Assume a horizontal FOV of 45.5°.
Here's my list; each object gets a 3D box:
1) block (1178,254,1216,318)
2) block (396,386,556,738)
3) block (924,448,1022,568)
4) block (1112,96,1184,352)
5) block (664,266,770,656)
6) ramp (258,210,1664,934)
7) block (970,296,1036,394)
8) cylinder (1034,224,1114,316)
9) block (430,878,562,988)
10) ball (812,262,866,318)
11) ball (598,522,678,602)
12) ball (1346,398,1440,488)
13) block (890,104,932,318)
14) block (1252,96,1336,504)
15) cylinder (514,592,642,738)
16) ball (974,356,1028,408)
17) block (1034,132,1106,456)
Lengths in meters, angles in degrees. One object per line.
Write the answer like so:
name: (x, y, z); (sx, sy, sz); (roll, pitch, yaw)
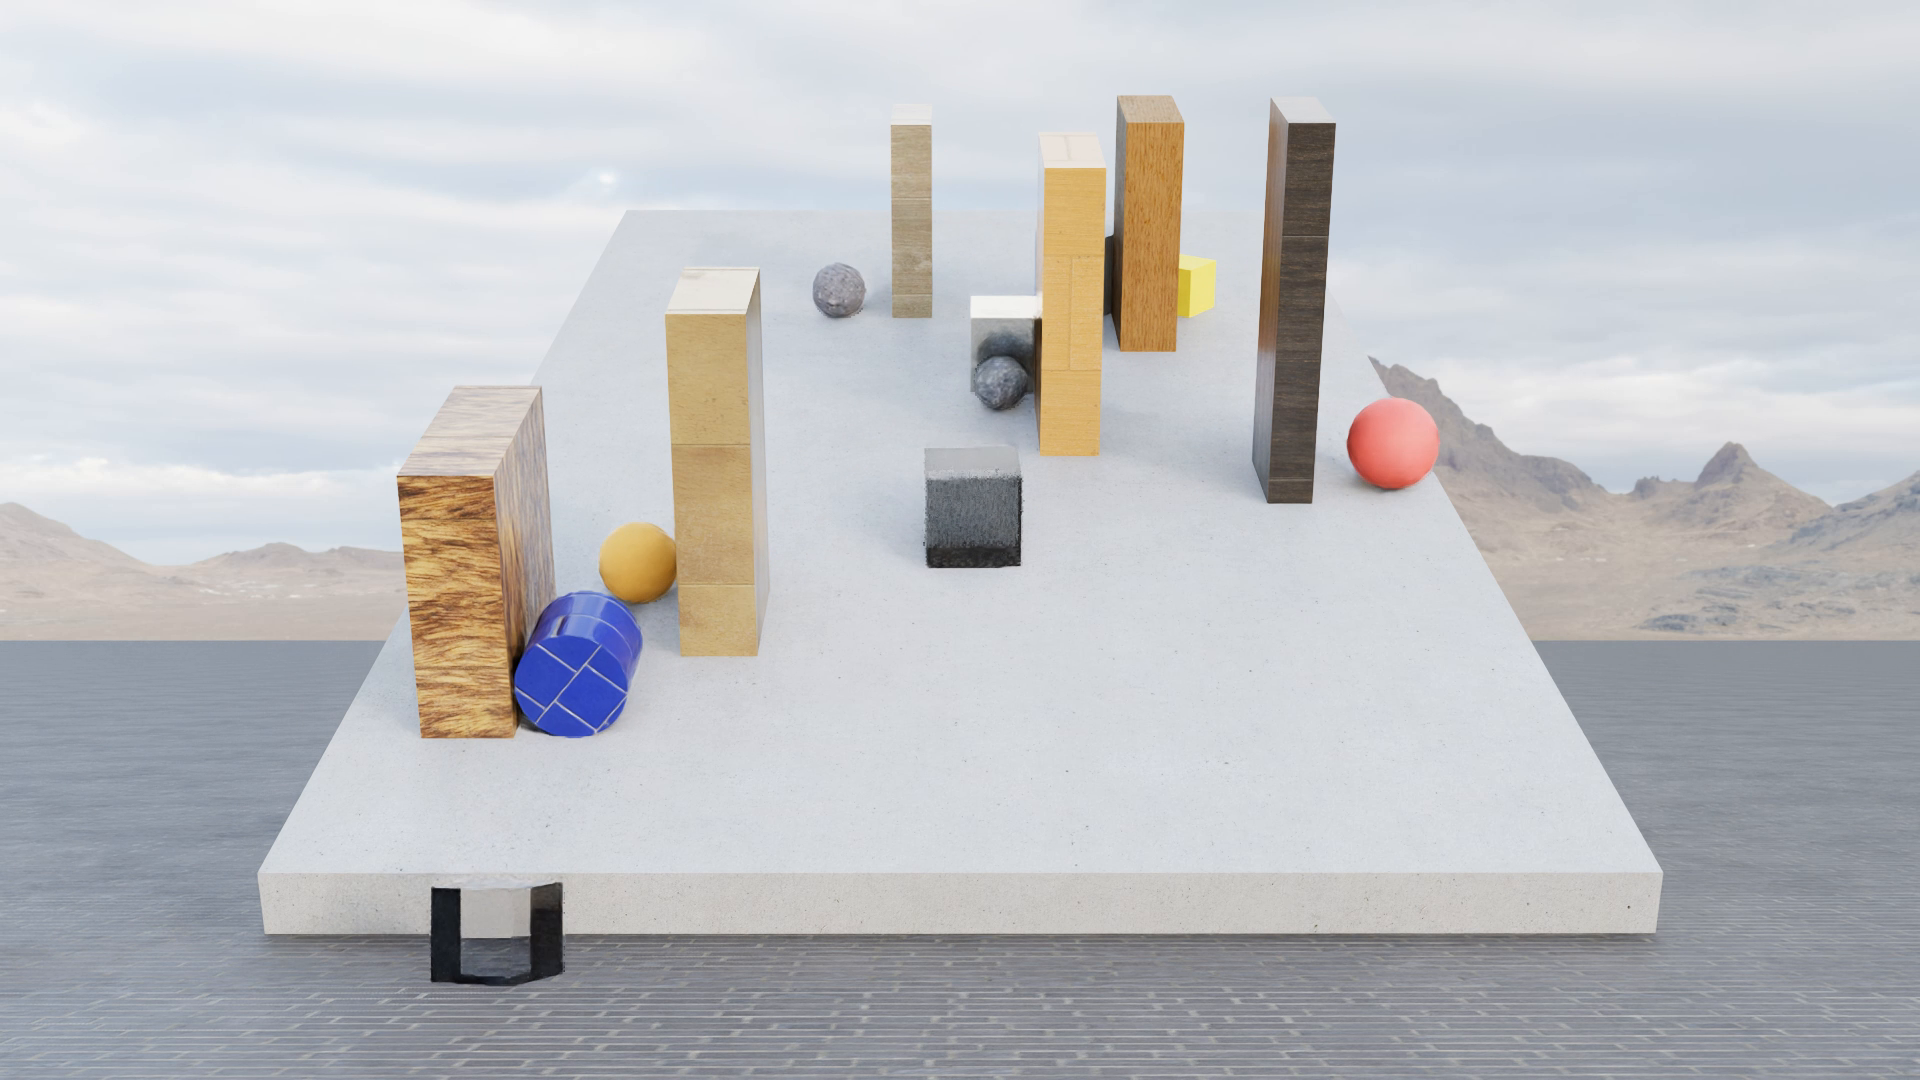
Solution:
block: (0.576, -0.661, 5.946); (0.125, 0.125, 0.125); (15, 26, 33)
block: (-0.785, 0.026, 3.777); (0.147, 0.446, 0.448); (0, 22, 0)
block: (0.023, -0.063, 4.368); (0.178, 0.178, 0.178); (-1, 22, -2)
block: (0.460, -0.786, 5.667); (0.136, 0.563, 0.342); (0, 22, 0)
block: (-0.415, -0.138, 3.969); (0.131, 0.610, 0.295); (0, 22, 0)
ramp: (-0.006, -0.219, 5.136); (2.000, 0.100, 4.000); (0, 22, 0)
block: (0.117, -0.456, 5.349); (0.183, 0.183, 0.183); (0, 22, 1)
cylinder: (0.297, -0.701, 5.932); (0.207, 0.207, 0.207); (0, 22, 0)
block: (-0.581, 0.491, 2.876); (0.117, 0.117, 0.117); (-1, -3, 22)
ball: (-0.311, -0.640, 5.871); (0.139, 0.139, 0.139); (0, -2, 0)
ball: (-0.582, 0.040, 4.149); (0.147, 0.147, 0.147); (0, -2, 0)
ball: (0.889, -0.199, 4.701); (0.187, 0.187, 0.187); (0, -2, 0)
block: (-0.123, -0.850, 5.914); (0.102, 0.498, 0.267); (0, 22, 0)
block: (0.668, -0.481, 4.617); (0.091, 0.774, 0.261); (0, 22, 0)
cylinder: (-0.614, 0.200, 3.704); (0.179, 0.179, 0.179); (0, 22, 0)
ball: (0.093, -0.357, 5.187); (0.119, 0.119, 0.119); (0, -2, 0)
block: (0.234, -0.536, 4.956); (0.126, 0.623, 0.361); (0, 22, 0)
